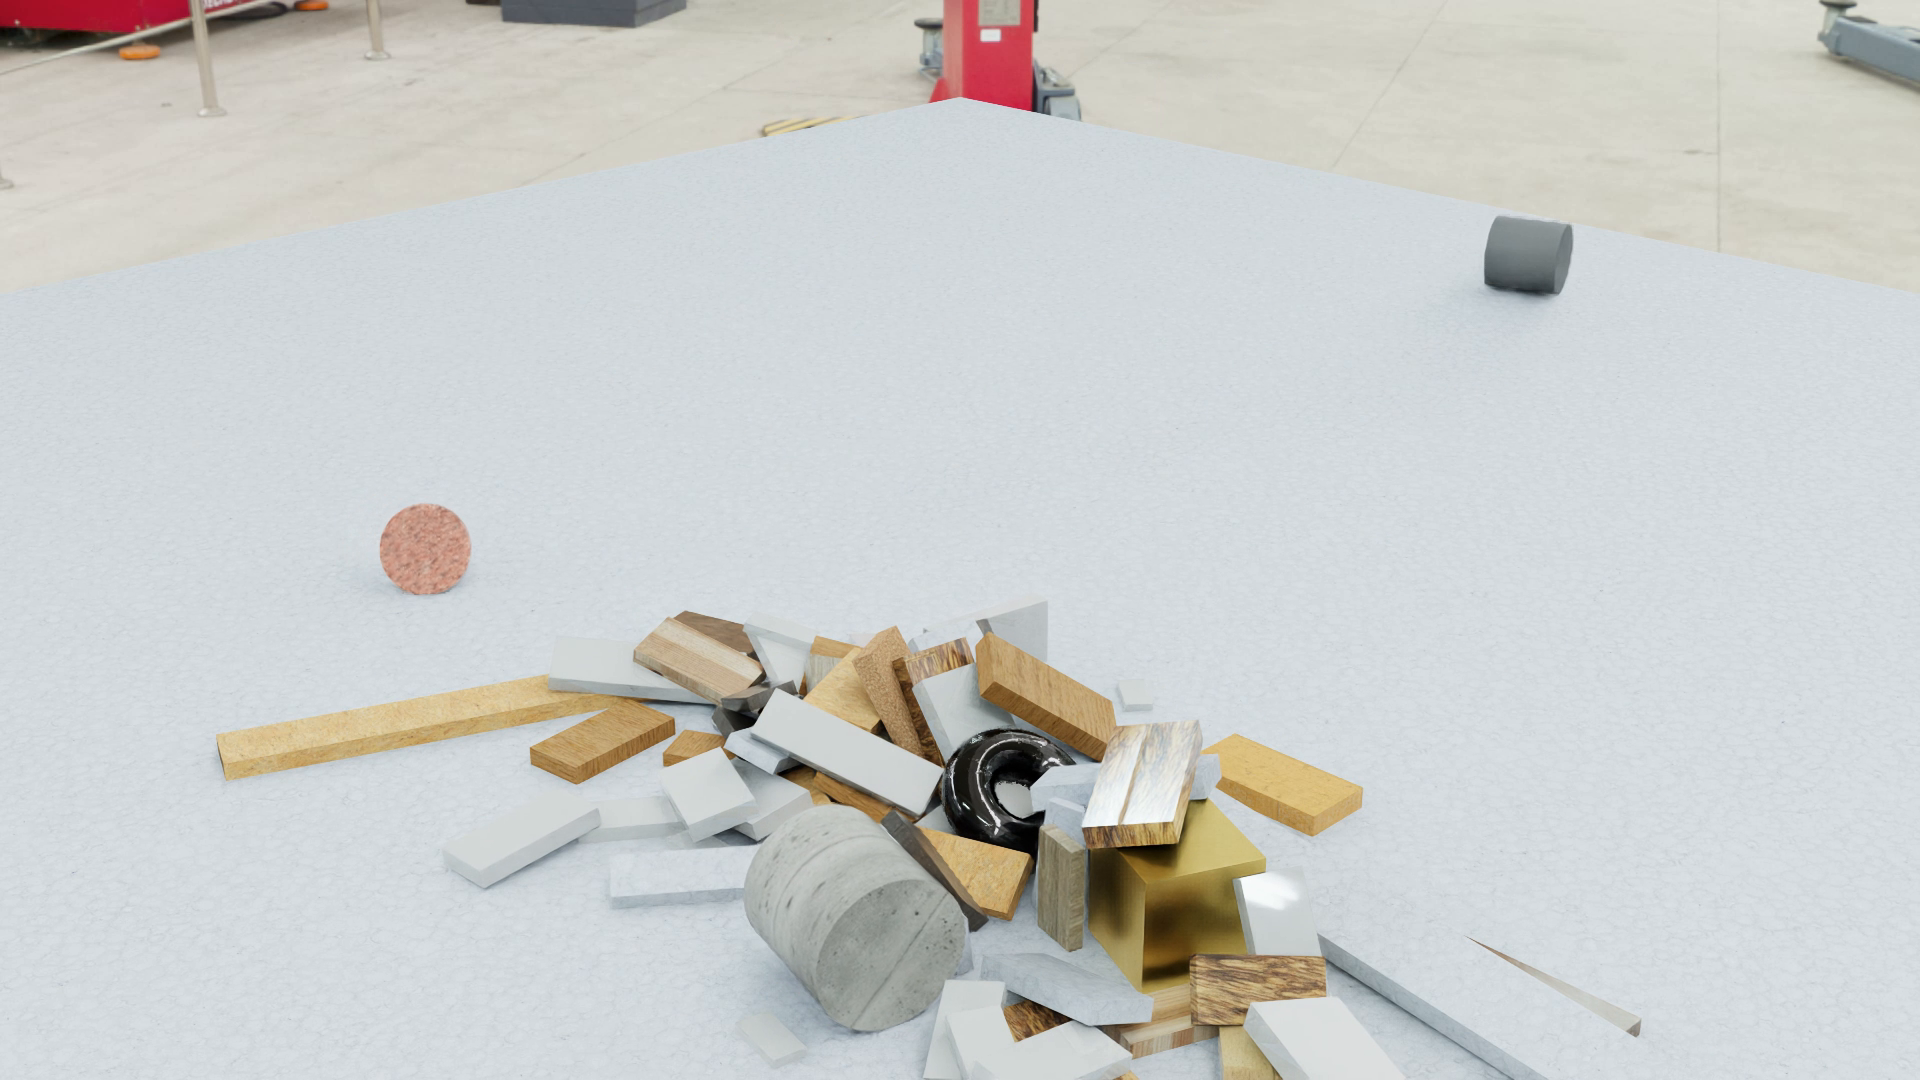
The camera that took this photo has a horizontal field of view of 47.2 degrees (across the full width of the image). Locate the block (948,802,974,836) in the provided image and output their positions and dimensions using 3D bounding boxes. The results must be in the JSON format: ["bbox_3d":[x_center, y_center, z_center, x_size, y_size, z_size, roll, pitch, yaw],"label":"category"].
[{"bbox_3d":[0.008,0.554,4.374,0.013,0.047,0.094,-38,-3,21],"label":"block"}]

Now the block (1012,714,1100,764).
[{"bbox_3d":[0.224,0.454,4.530,0.163,0.046,0.327,-12,40,-29],"label":"block"}]

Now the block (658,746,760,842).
[{"bbox_3d":[-0.503,0.504,4.380,0.138,0.039,0.276,-21,23,-14],"label":"block"}]

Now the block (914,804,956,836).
[{"bbox_3d":[-0.118,0.611,4.246,0.065,0.018,0.395,54,40,5],"label":"block"}]

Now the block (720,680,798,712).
[{"bbox_3d":[-0.429,0.333,4.682,0.108,0.031,0.216,-20,3,-21],"label":"block"}]

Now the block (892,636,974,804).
[{"bbox_3d":[-0.009,0.376,4.496,0.162,0.325,0.046,-16,-7,-35],"label":"block"}]

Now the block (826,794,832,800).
[{"bbox_3d":[-0.264,0.554,4.420,0.095,0.027,0.191,-1,23,-2],"label":"block"}]

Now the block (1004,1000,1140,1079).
[{"bbox_3d":[0.165,0.865,3.671,0.143,0.040,0.285,-12,26,-26],"label":"block"}]

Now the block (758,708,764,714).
[{"bbox_3d":[-0.364,0.385,4.637,0.114,0.032,0.228,29,-4,-7],"label":"block"}]

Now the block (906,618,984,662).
[{"bbox_3d":[0.031,0.332,4.668,0.162,0.046,0.325,-17,68,-34],"label":"block"}]

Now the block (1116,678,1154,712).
[{"bbox_3d":[0.391,0.347,4.920,0.061,0.017,0.122,-2,23,-5],"label":"block"}]

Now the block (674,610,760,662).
[{"bbox_3d":[-0.573,0.233,5.163,0.266,0.038,0.133,12,26,26],"label":"block"}]

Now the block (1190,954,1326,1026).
[{"bbox_3d":[0.510,0.770,3.757,0.235,0.117,0.033,4,-16,-14],"label":"block"}]

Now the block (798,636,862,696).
[{"bbox_3d":[-0.281,0.286,4.817,0.112,0.032,0.223,15,24,-2],"label":"block"}]

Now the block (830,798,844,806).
[{"bbox_3d":[-0.176,0.558,4.354,0.095,0.027,0.191,12,18,-31],"label":"block"}]

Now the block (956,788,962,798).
[{"bbox_3d":[0.033,0.525,4.422,0.013,0.094,0.047,-39,9,31],"label":"block"}]

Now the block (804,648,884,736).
[{"bbox_3d":[-0.208,0.324,4.568,0.156,0.044,0.312,20,24,11],"label":"block"}]

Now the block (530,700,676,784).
[{"bbox_3d":[-0.762,0.429,4.698,0.143,0.040,0.285,17,29,35],"label":"block"}]

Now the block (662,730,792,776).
[{"bbox_3d":[-0.483,0.458,4.642,0.262,0.031,0.111,7,24,17],"label":"block"}]

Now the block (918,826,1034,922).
[{"bbox_3d":[0.001,0.628,4.154,0.249,0.035,0.125,11,60,24],"label":"block"}]

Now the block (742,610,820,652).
[{"bbox_3d":[-0.402,0.207,4.968,0.159,0.023,0.080,17,21,7],"label":"block"}]

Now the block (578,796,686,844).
[{"bbox_3d":[-0.653,0.558,4.405,0.222,0.031,0.111,-4,23,-9],"label":"block"}]

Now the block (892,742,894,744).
[{"bbox_3d":[-0.220,0.441,4.610,0.222,0.031,0.111,23,65,43],"label":"block"}]

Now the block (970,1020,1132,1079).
[{"bbox_3d":[0.150,0.850,3.556,0.243,0.034,0.121,-10,29,-41],"label":"block"}]

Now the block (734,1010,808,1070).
[{"bbox_3d":[-0.322,0.849,3.737,0.065,0.018,0.130,-15,27,-32],"label":"block"}]

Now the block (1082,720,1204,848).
[{"bbox_3d":[0.335,0.441,4.000,0.165,0.047,0.330,-6,26,18],"label":"block"}]

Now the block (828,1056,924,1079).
[{"bbox_3d":[-0.123,0.905,3.592,0.190,0.027,0.095,11,25,23],"label":"block"}]

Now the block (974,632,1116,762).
[{"bbox_3d":[0.180,0.324,4.490,0.327,0.046,0.163,30,27,-22],"label":"block"}]

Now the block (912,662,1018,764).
[{"bbox_3d":[0.044,0.416,4.431,0.163,0.327,0.046,-17,-15,-35],"label":"block"}]

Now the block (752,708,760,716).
[{"bbox_3d":[-0.429,0.388,4.821,0.070,0.020,0.140,15,27,32],"label":"block"}]

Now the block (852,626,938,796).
[{"bbox_3d":[-0.103,0.353,4.524,0.046,0.325,0.162,-22,10,24],"label":"block"}]

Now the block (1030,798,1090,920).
[{"bbox_3d":[0.198,0.595,4.088,0.105,0.210,0.030,16,14,33],"label":"block"}]

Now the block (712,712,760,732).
[{"bbox_3d":[-0.459,0.405,4.742,0.140,0.020,0.070,21,52,34],"label":"block"}]

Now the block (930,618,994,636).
[{"bbox_3d":[0.045,0.315,4.758,0.145,0.041,0.290,-12,62,-26],"label":"block"}]
